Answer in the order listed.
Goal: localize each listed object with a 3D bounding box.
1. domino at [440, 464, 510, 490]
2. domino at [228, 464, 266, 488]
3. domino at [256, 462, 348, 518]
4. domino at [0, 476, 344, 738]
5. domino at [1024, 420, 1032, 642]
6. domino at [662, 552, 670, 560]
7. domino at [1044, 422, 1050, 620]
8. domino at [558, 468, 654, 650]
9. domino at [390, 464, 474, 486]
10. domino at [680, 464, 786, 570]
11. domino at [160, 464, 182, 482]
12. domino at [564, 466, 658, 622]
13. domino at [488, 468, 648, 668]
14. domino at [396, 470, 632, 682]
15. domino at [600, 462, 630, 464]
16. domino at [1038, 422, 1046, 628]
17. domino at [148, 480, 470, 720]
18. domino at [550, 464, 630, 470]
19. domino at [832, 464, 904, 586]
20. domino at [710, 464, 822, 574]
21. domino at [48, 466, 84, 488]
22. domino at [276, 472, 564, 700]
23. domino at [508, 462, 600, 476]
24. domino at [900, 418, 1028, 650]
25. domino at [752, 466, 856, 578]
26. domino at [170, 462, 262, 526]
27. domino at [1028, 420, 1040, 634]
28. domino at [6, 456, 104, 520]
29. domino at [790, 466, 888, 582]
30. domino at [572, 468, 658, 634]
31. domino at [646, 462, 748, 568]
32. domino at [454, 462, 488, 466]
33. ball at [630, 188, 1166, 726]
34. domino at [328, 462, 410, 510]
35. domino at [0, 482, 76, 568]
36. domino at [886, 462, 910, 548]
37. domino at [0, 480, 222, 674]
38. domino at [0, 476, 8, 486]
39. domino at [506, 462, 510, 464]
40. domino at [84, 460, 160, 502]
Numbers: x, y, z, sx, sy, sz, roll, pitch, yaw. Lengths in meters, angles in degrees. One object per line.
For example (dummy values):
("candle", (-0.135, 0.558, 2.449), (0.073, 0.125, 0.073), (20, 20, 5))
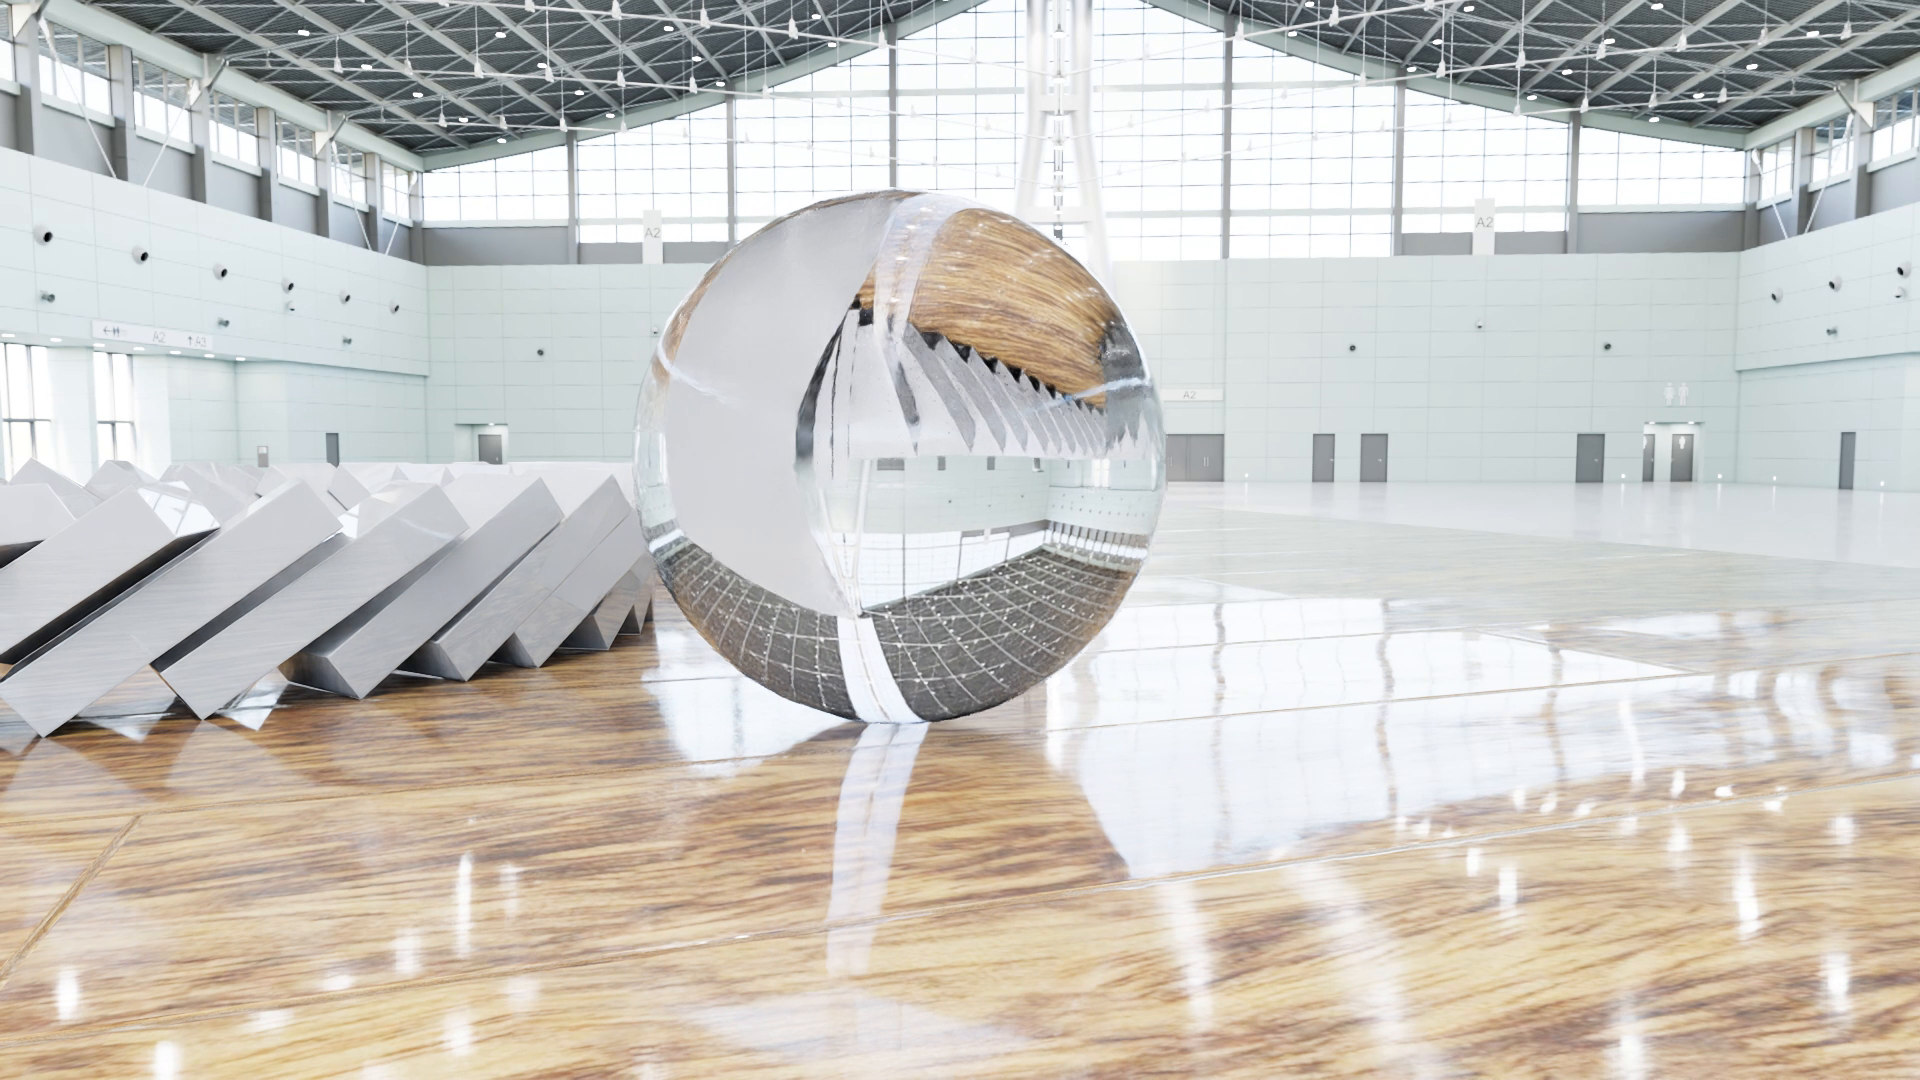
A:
("domino", (-0.125, -0.003, 0.364), (0.025, 0.009, 0.050), (-5, 41, -48))
("domino", (-0.236, -0.010, 0.459), (0.050, 0.009, 0.025), (33, -5, -15))
("domino", (-0.179, -0.004, 0.379), (0.050, 0.009, 0.025), (36, 10, 7))
("domino", (-0.124, 0.009, 0.204), (0.050, 0.010, 0.025), (-41, 22, -21))
("domino", (0.003, -0.003, 0.284), (0.025, 0.050, 0.009), (0, -26, 4))
("domino", (-0.126, -0.011, 0.473), (0.050, 0.009, 0.025), (37, 16, 17))
("domino", (0.009, -0.005, 0.317), (0.025, 0.050, 0.010), (0, -26, 4))
("domino", (-0.081, 0.003, 0.284), (0.025, 0.010, 0.050), (1, 40, 13))
("domino", (-0.141, -0.004, 0.373), (0.050, 0.009, 0.025), (42, 25, 24))
("domino", (-0.076, -0.009, 0.451), (0.050, 0.010, 0.025), (42, 27, 28))
("domino", (-0.253, -0.009, 0.451), (0.050, 0.009, 0.025), (34, -9, -20))
("domino", (-0.088, 0.000, 0.321), (0.025, 0.009, 0.050), (0, 40, -9))
("domino", (-0.081, 0.004, 0.263), (0.025, 0.010, 0.050), (3, 41, 31))
("domino", (-0.090, 0.005, 0.249), (0.025, 0.009, 0.050), (4, 41, 31))
("domino", (-0.109, -0.010, 0.467), (0.050, 0.010, 0.025), (38, 19, 20))
("domino", (0.008, -0.004, 0.306), (0.025, 0.050, 0.009), (0, -26, 4))
("domino", (-0.111, 0.008, 0.217), (0.050, 0.009, 0.025), (-43, 28, -29))
("domino", (-0.095, -0.001, 0.338), (0.025, 0.010, 0.050), (-1, 40, -17))
("domino", (-0.019, -0.006, 0.403), (0.025, 0.009, 0.050), (-3, 39, -32))
("domino", (-0.061, -0.008, 0.440), (0.025, 0.009, 0.050), (-5, 40, -50))
("domino", (-0.283, -0.008, 0.429), (0.050, 0.009, 0.025), (37, -17, -31))
("domino", (-0.099, 0.007, 0.234), (0.025, 0.010, 0.050), (4, 41, 37))
("domino", (-0.107, -0.003, 0.353), (0.025, 0.010, 0.050), (-3, 41, -30))
("domino", (0.002, -0.002, 0.273), (0.025, 0.050, 0.010), (0, -26, 4))
("domino", (-0.045, -0.007, 0.429), (0.025, 0.010, 0.050), (-4, 39, -43))
("domino", (-0.198, -0.004, 0.368), (0.050, 0.010, 0.025), (37, -4, -12))
("domino", (0.005, -0.004, 0.295), (0.025, 0.050, 0.010), (0, -26, 4))
("domino", (-0.228, -0.003, 0.346), (0.050, 0.009, 0.025), (41, -20, -27))
("domino", (-0.032, -0.006, 0.417), (0.025, 0.009, 0.050), (-3, 39, -39))
("domino", (-0.084, 0.002, 0.303), (0.025, 0.009, 0.050), (0, 39, 0))
("domino", (-0.092, -0.010, 0.460), (0.050, 0.009, 0.025), (40, 24, 25))
("domino", (-0.164, -0.011, 0.476), (0.050, 0.010, 0.025), (34, 7, 2))
("ball", (-0.009, -0.012, 0.196), (0.080, 0.080, 0.080), (0, 4, 0))
("domino", (-0.159, -0.004, 0.378), (0.050, 0.009, 0.025), (39, 18, 17))
("domino", (-0.156, 0.011, 0.184), (0.050, 0.009, 0.025), (-35, 7, -1))
("domino", (-0.005, -0.005, 0.388), (0.025, 0.010, 0.050), (-1, 40, -17))
("domino", (-0.139, 0.010, 0.192), (0.050, 0.010, 0.025), (-37, 13, -11))
("domino", (-0.295, -0.006, 0.414), (0.025, 0.009, 0.050), (4, -28, 45))
("domino", (-0.145, -0.011, 0.477), (0.050, 0.010, 0.025), (36, 12, 11))
("domino", (-0.214, -0.004, 0.358), (0.050, 0.009, 0.025), (38, -12, -20))
